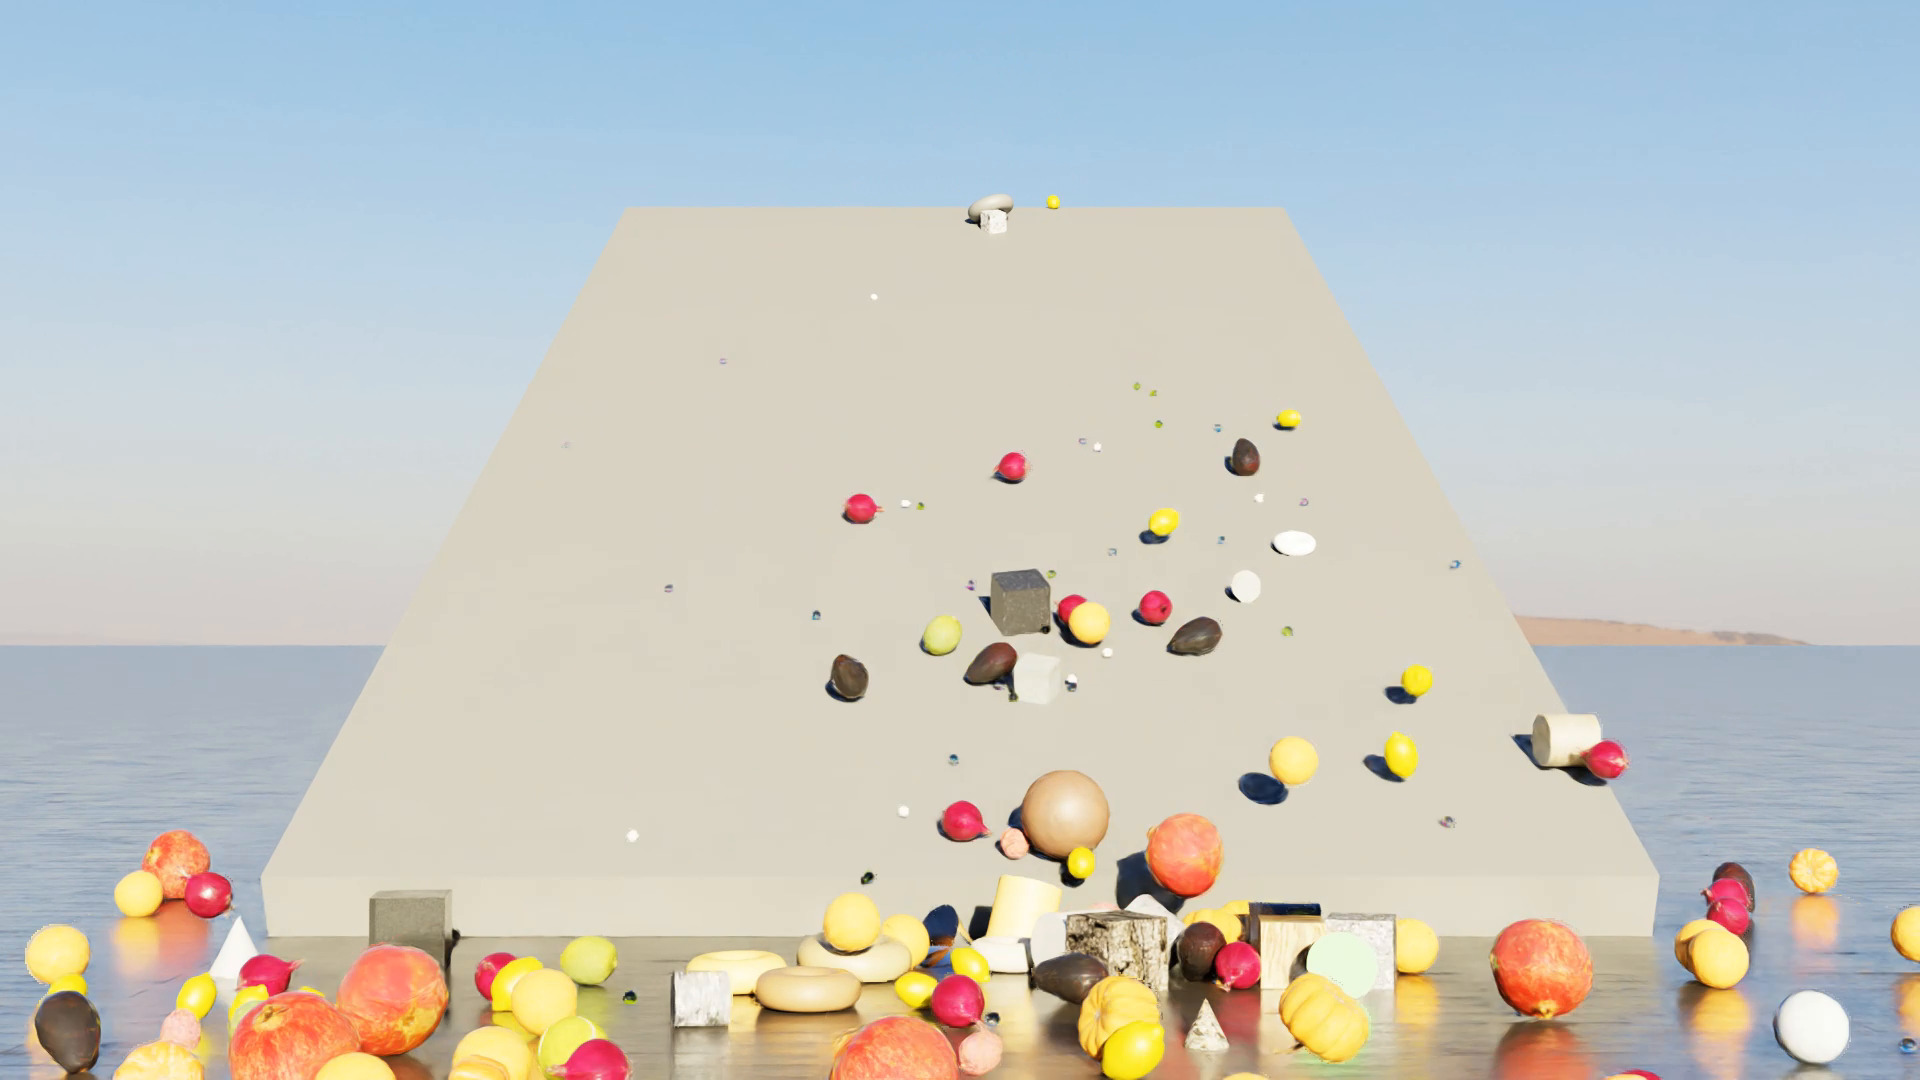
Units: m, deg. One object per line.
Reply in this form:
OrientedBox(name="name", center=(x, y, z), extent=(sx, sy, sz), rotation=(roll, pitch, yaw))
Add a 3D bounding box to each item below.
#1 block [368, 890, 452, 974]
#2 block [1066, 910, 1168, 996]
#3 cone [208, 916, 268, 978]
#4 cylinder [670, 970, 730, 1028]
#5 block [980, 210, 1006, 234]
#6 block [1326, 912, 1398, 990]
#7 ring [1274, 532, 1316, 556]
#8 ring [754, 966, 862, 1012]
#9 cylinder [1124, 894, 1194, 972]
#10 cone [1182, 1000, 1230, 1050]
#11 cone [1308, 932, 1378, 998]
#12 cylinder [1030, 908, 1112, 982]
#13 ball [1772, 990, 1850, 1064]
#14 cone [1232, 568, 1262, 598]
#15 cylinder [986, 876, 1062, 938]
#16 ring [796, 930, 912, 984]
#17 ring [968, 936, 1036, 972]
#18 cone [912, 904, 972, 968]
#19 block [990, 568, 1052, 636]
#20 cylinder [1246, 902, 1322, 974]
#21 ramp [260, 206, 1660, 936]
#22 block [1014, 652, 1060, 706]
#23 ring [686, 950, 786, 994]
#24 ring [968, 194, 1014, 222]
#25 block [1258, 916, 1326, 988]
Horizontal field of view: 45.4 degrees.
OrientedBox(name="block", center=(-0.719, 0.512, 3.008), extent=(0.096, 0.096, 0.096), rotation=(0, -2, -7))
OrientedBox(name="block", center=(0.193, 0.508, 2.826), extent=(0.089, 0.089, 0.089), rotation=(2, -3, -33))
OrientedBox(name="cone", center=(-0.929, 0.521, 2.956), extent=(0.074, 0.074, 0.074), rotation=(0, -2, 0))
OrientedBox(name="cylinder", center=(-0.288, 0.510, 2.552), extent=(0.061, 0.061, 0.061), rotation=(1, -3, -13))
OrientedBox(name="block", center=(0.098, -0.932, 6.714), extent=(0.055, 0.055, 0.055), rotation=(-11, 25, -27))
OrientedBox(name="block", center=(0.502, 0.513, 2.872), extent=(0.082, 0.082, 0.082), rotation=(-1, -3, 14))
OrientedBox(name="ring", center=(0.645, 0.007, 4.425), extent=(0.081, 0.027, 0.081), rotation=(0, 23, 0))
OrientedBox(name="ring", center=(-0.178, 0.525, 2.686), extent=(0.127, 0.042, 0.127), rotation=(1, -3, 0))
OrientedBox(name="cylinder", center=(0.245, 0.504, 2.927), extent=(0.075, 0.075, 0.075), rotation=(37, 16, 27))
OrientedBox(name="cone", center=(0.260, 0.510, 2.431), extent=(0.050, 0.050, 0.050), rotation=(0, -2, 0))
OrientedBox(name="cone", center=(0.459, 0.531, 2.791), extent=(0.085, 0.085, 0.085), rotation=(0, -31, -1))
OrientedBox(name="cylinder", center=(0.150, 0.512, 2.903), extent=(0.087, 0.087, 0.087), rotation=(2, -3, -33))
OrientedBox(name="ball", center=(0.863, 0.494, 2.327), extent=(0.073, 0.073, 0.073), rotation=(0, -2, 0))
OrientedBox(name="cone", center=(0.515, 0.088, 4.223), extent=(0.059, 0.059, 0.059), rotation=(1, -19, -25))
OrientedBox(name="cylinder", center=(0.086, 0.508, 3.107), extent=(0.087, 0.087, 0.087), rotation=(13, -17, 4))
OrientedBox(name="ring", center=(-0.134, 0.531, 2.922), extent=(0.148, 0.049, 0.148), rotation=(2, 1, 0))
OrientedBox(name="ring", center=(0.066, 0.541, 2.999), extent=(0.113, 0.038, 0.113), rotation=(1, -3, 0))
OrientedBox(name="cone", center=(0.000, 0.541, 3.039), extent=(0.089, 0.089, 0.089), rotation=(33, -20, -29))
OrientedBox(name="block", center=(0.107, 0.111, 4.083), extent=(0.086, 0.086, 0.086), rotation=(-6, 23, -14))
OrientedBox(name="cylinder", center=(0.416, 0.512, 2.954), extent=(0.091, 0.091, 0.091), rotation=(0, -2, 3))
OrientedBox(name="ramp", center=(-0.006, -0.221, 5.155), extent=(2.000, 0.100, 4.000), rotation=(0, 22, 0))
OrientedBox(name="block", center=(0.128, 0.231, 3.821), extent=(0.060, 0.060, 0.060), rotation=(9, 24, 21))
OrientedBox(name="ring", center=(-0.275, 0.531, 2.821), extent=(0.126, 0.042, 0.126), rotation=(-1, -2, 0))
OrientedBox(name="ring", center=(0.091, -0.980, 6.783), extent=(0.141, 0.047, 0.141), rotation=(-17, -9, -3))
OrientedBox(name="block", center=(0.414, 0.514, 2.867), extent=(0.080, 0.080, 0.080), rotation=(0, -2, 5))
